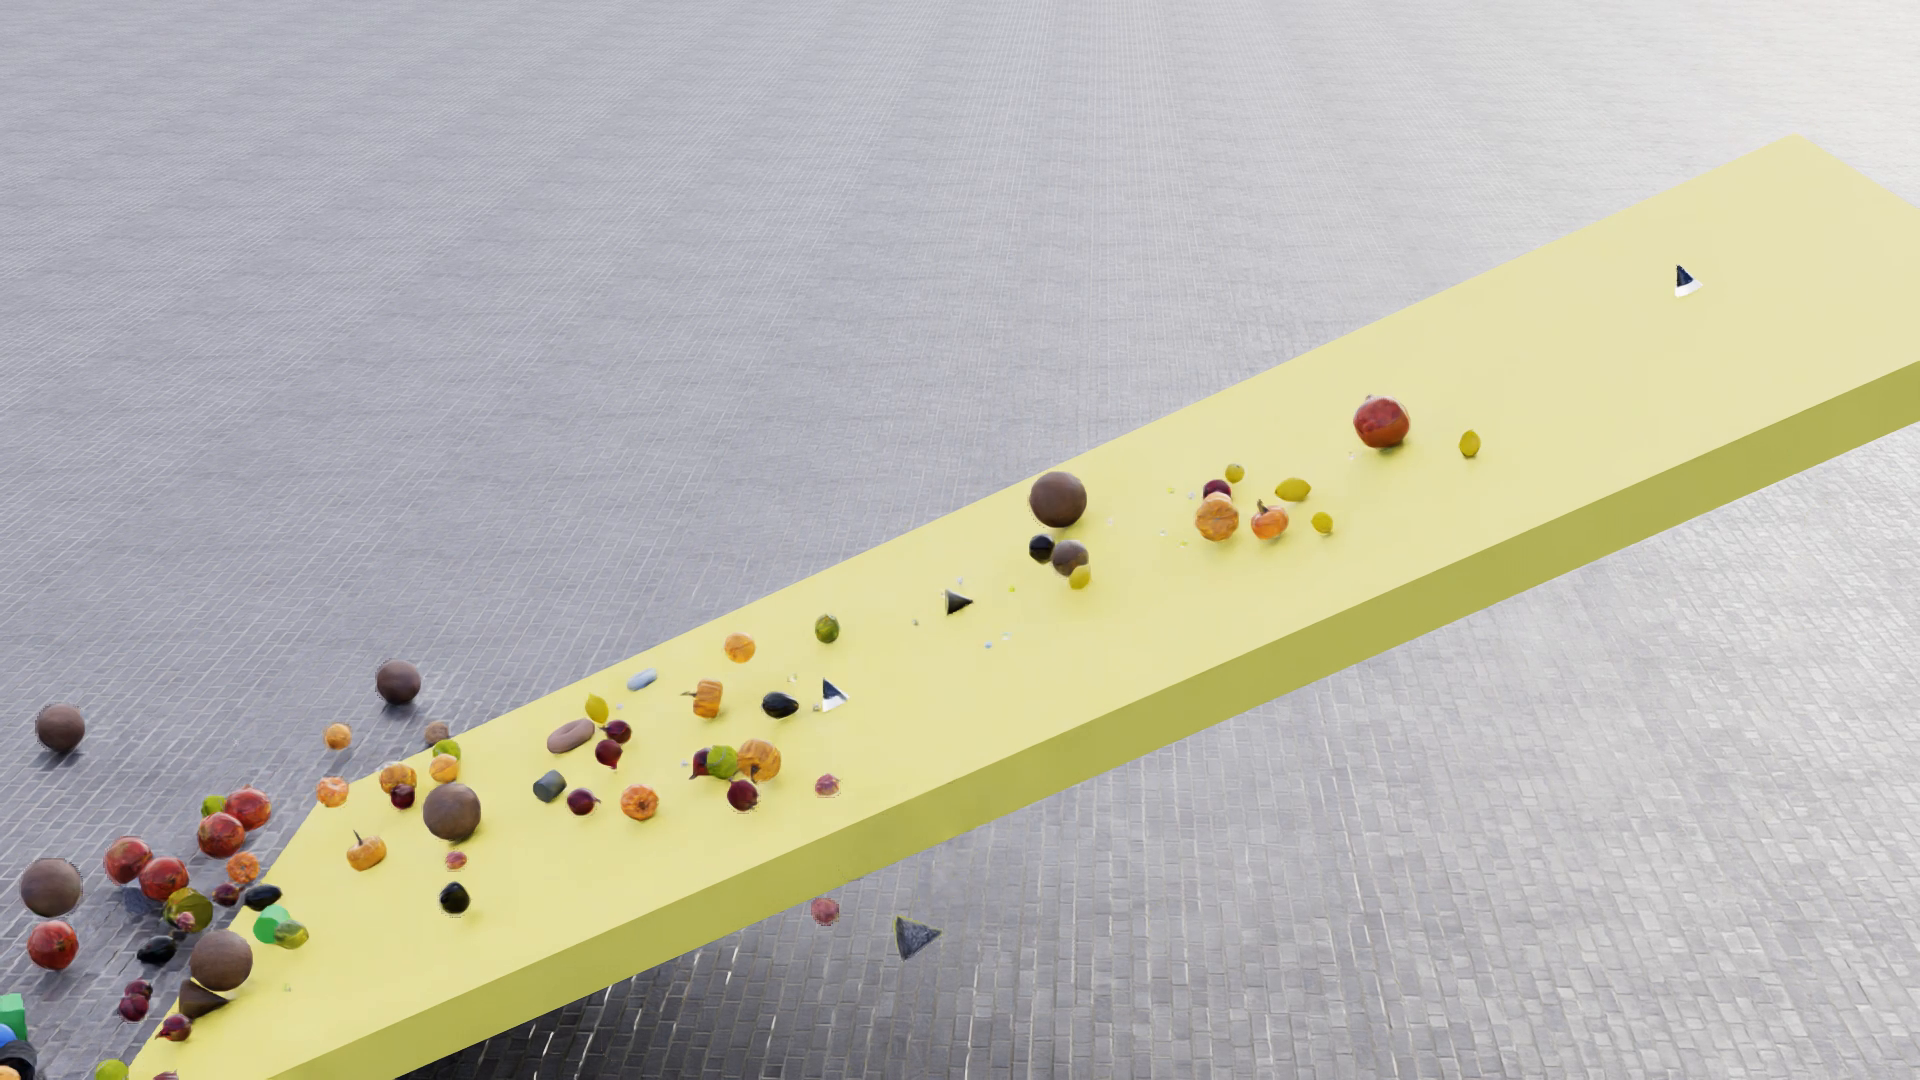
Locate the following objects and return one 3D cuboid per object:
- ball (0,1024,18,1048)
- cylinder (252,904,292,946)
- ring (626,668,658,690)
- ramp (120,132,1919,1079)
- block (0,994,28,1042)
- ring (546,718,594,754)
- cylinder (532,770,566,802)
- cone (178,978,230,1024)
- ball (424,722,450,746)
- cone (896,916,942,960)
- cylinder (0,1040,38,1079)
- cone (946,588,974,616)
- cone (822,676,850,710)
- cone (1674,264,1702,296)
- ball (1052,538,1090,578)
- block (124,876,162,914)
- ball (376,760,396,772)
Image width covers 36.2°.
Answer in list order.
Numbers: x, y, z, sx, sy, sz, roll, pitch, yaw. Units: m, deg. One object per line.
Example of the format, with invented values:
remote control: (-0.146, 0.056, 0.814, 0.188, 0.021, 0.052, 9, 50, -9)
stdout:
ball: (-2.055, 1.074, 6.273, 0.085, 0.085, 0.085, 0, 16, 0)
cylinder: (-1.506, 0.841, 6.437, 0.065, 0.065, 0.065, 3, 33, 11)
ring: (-0.765, 0.336, 7.074, 0.081, 0.027, 0.081, -26, 14, 7)
ramp: (0.136, 0.169, 6.282, 4.000, 0.100, 2.000, -24, 13, 9)
block: (-2.073, 1.045, 6.370, 0.087, 0.087, 0.087, -7, 17, -22)
ring: (-0.907, 0.457, 6.851, 0.122, 0.041, 0.122, -24, 14, 7)
cylinder: (-0.905, 0.543, 6.483, 0.053, 0.053, 0.053, 11, 34, 33)
cone: (-1.576, 0.967, 6.159, 0.098, 0.098, 0.098, 1, 16, -1)
ball: (-1.455, 0.539, 8.176, 0.069, 0.069, 0.069, 0, 16, 0)
cone: (-0.068, 0.714, 5.325, 0.079, 0.079, 0.079, -7, 17, -14)
cylinder: (-1.983, 1.104, 6.177, 0.080, 0.080, 0.080, -3, 16, -11)
cone: (0.001, 0.134, 6.393, 0.061, 0.061, 0.061, -1, 16, -6)
cone: (-0.273, 0.313, 6.145, 0.065, 0.065, 0.065, -25, 13, 6)
cone: (1.495, -0.544, 6.080, 0.060, 0.060, 0.060, -25, 13, 6)
ball: (0.230, 0.038, 6.124, 0.080, 0.080, 0.080, 0, 16, 0)
block: (-1.965, 0.855, 7.077, 0.064, 0.064, 0.064, 4, 16, 14)
ball: (-1.480, 0.615, 7.656, 0.082, 0.082, 0.082, 0, 16, 0)
